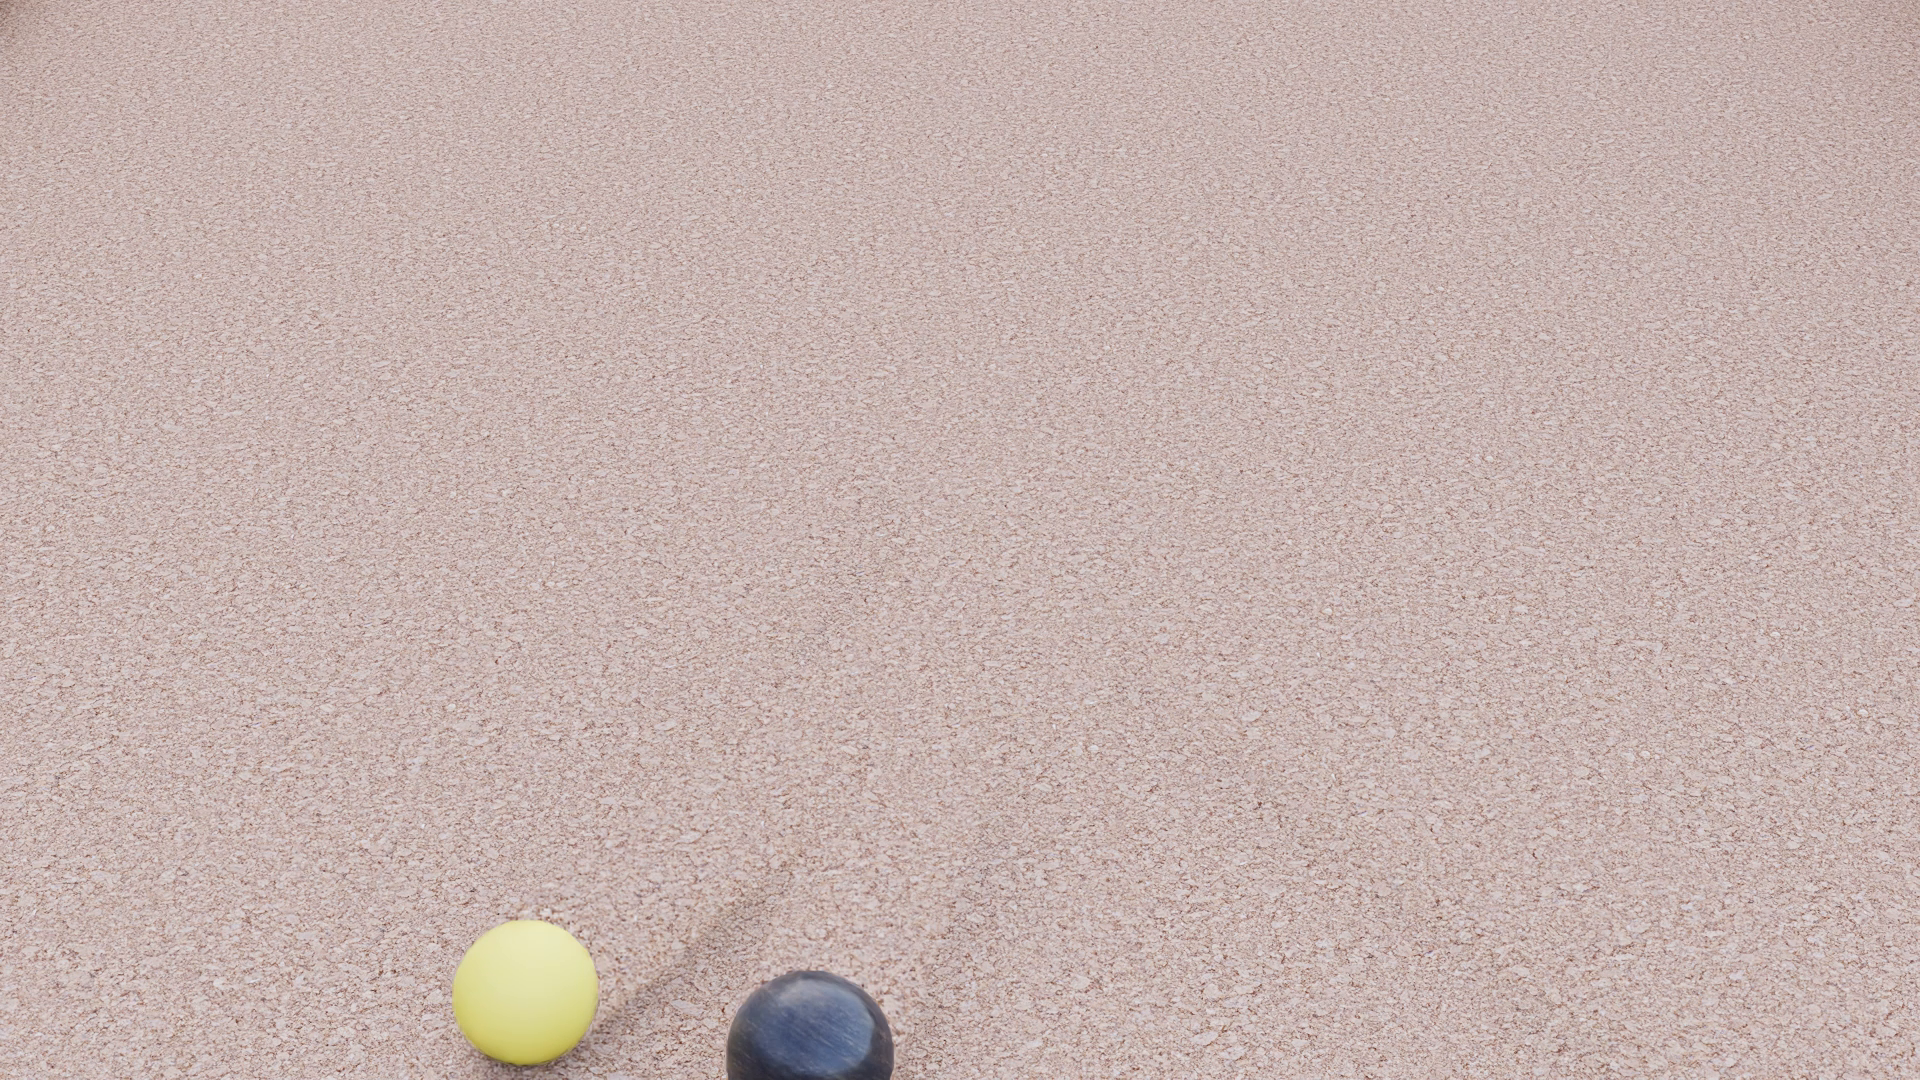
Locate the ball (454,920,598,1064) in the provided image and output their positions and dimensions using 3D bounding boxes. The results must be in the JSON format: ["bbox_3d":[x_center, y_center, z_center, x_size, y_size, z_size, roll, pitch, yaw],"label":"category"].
[{"bbox_3d":[-0.198,0.207,1.345,0.066,0.066,0.066,0,29,0],"label":"ball"}]

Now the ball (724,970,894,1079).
[{"bbox_3d":[-0.066,0.227,1.298,0.075,0.075,0.075,0,29,0],"label":"ball"}]
